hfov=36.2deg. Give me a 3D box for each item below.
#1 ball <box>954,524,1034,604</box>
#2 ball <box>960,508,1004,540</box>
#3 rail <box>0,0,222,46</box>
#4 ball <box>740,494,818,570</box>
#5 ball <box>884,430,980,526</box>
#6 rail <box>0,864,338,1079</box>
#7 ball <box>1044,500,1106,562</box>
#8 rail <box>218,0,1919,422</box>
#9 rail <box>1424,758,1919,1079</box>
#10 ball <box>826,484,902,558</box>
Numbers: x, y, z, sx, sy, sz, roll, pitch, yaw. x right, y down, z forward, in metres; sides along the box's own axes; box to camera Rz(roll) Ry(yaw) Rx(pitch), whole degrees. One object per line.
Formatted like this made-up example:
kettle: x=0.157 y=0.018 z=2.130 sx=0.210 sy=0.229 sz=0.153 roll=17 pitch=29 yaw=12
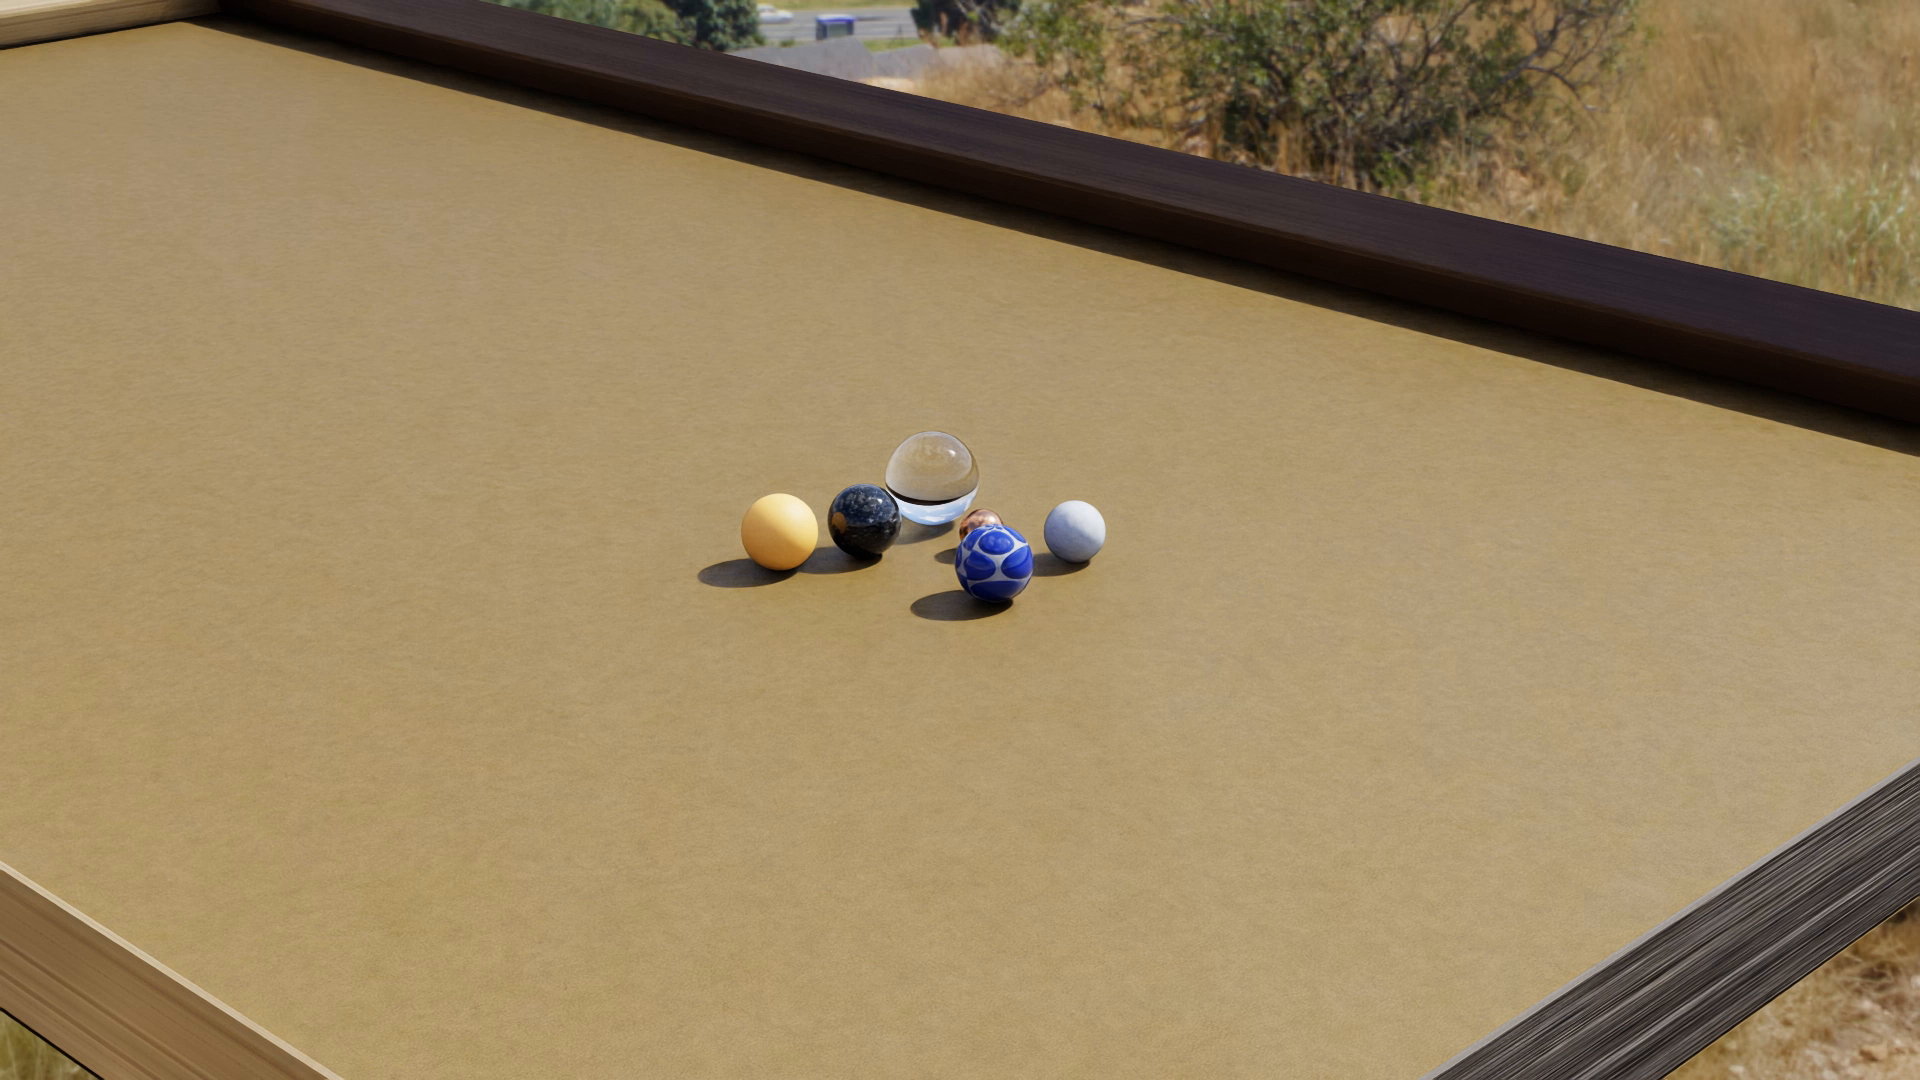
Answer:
ball: x=0.030 y=0.020 z=2.572 sx=0.069 sy=0.069 sz=0.069 roll=0 pitch=21 yaw=0
ball: x=0.020 y=-0.008 z=2.682 sx=0.042 sy=0.042 sz=0.042 roll=0 pitch=21 yaw=0
rail: x=-1.945 y=-0.705 z=4.378 sx=0.045 sy=0.115 sz=1.978 roll=19 pitch=28 yaw=40
ball: x=-0.162 y=-0.007 z=2.643 sx=0.069 sy=0.069 sz=0.069 roll=0 pitch=21 yaw=0
ball: x=-0.026 y=-0.058 z=2.748 sx=0.089 sy=0.089 sz=0.089 roll=0 pitch=21 yaw=0
rail: x=-1.326 y=-0.003 z=2.565 sx=3.643 sy=0.115 sz=0.045 roll=19 pitch=28 yaw=40
ball: x=0.104 y=-0.008 z=2.662 sx=0.057 sy=0.057 sz=0.057 roll=0 pitch=21 yaw=0
rail: x=0.018 y=-0.503 z=3.858 sx=3.643 sy=0.115 sz=0.045 roll=19 pitch=28 yaw=40
rail: x=0.637 y=0.199 z=2.045 sx=0.045 sy=0.115 sz=1.978 roll=19 pitch=28 yaw=40
ball: x=-0.087 y=-0.018 z=2.673 sx=0.068 sy=0.068 sz=0.068 roll=0 pitch=21 yaw=0
